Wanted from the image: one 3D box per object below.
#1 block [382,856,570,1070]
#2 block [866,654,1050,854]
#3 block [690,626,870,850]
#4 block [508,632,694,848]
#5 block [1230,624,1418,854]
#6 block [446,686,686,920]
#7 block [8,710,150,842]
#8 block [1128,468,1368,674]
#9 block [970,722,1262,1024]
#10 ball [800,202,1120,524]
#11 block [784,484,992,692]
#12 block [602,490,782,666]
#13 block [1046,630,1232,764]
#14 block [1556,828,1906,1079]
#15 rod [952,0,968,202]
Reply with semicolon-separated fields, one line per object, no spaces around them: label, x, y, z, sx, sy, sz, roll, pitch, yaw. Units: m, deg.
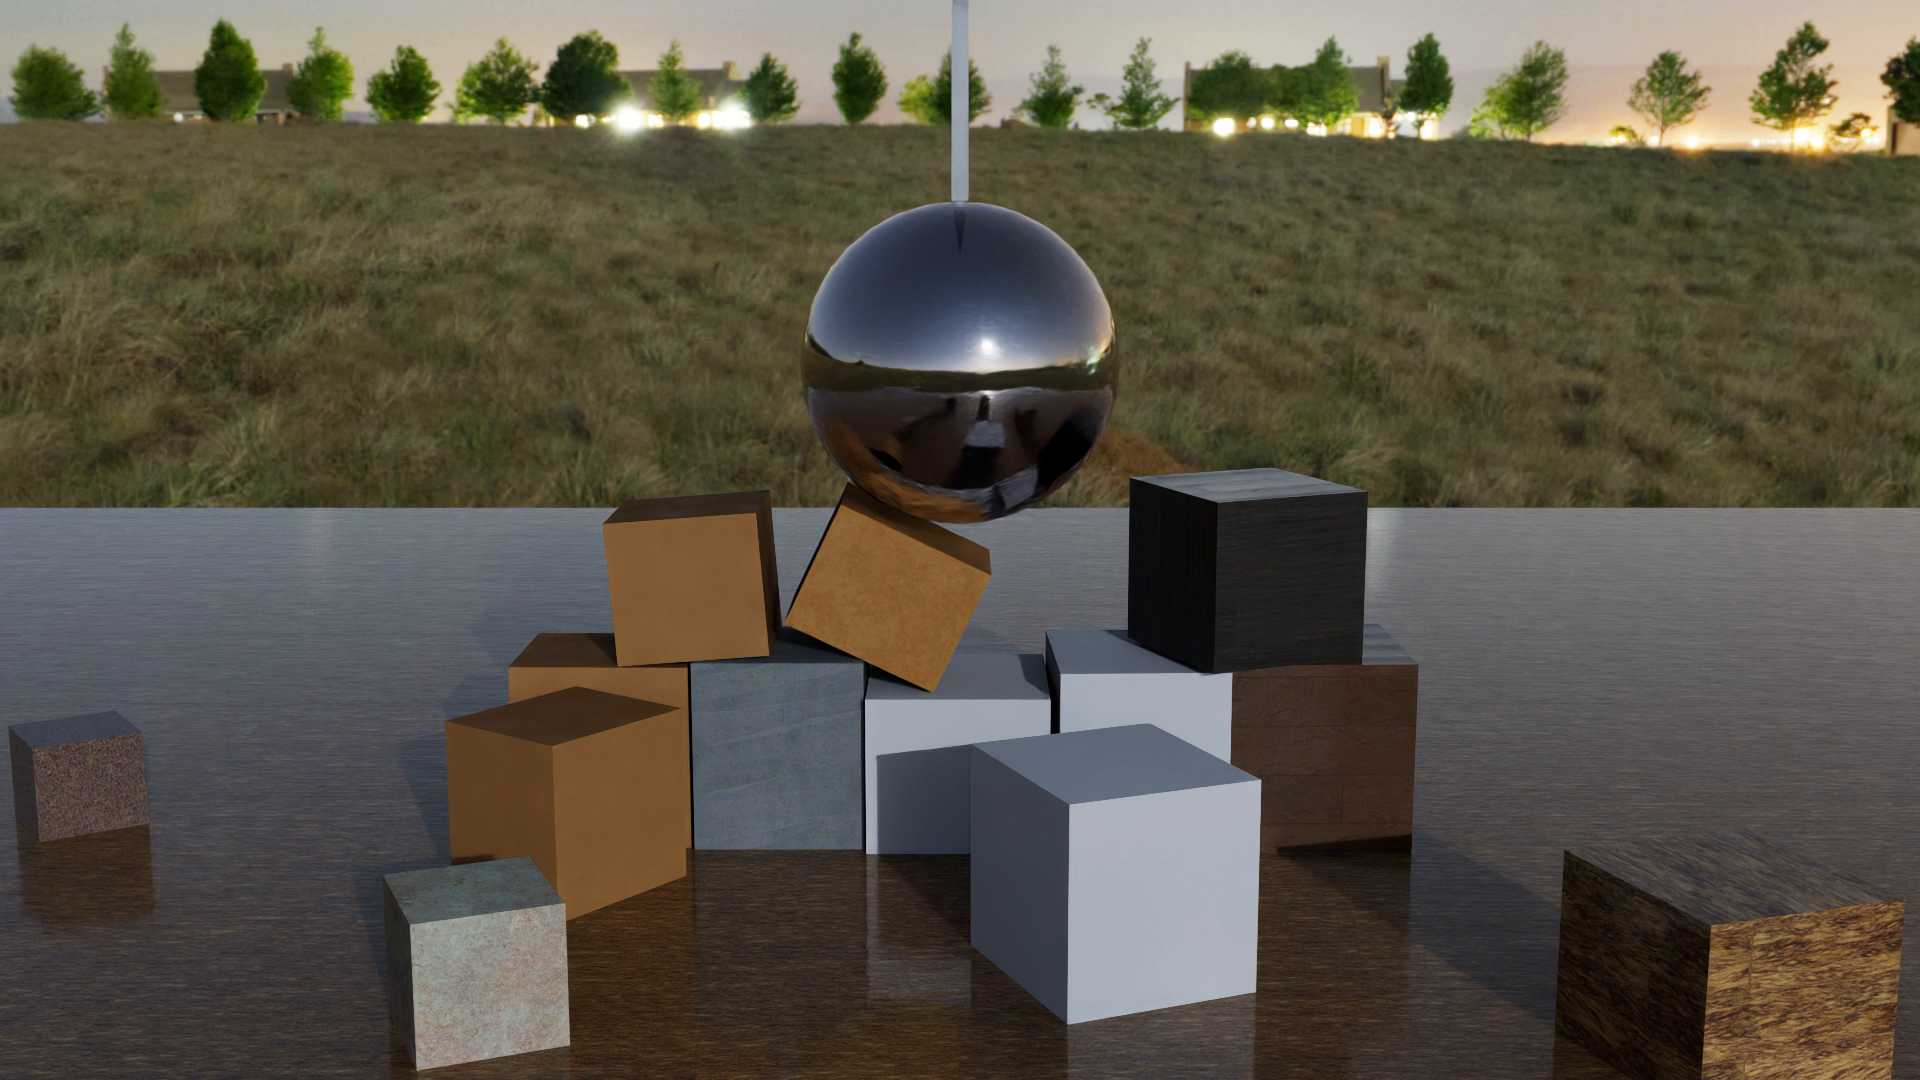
block;-1.931;1.668;8.755;0.595;0.585;0.626;-4;11;-23
block;-0.011;1.087;11.372;0.913;0.791;0.979;0;10;0
block;-0.904;1.005;11.362;0.853;0.958;0.848;0;10;0
block;-1.790;1.020;11.358;0.891;0.930;0.775;0;10;1
block;1.783;1.004;11.352;0.923;0.963;0.936;0;10;-1
block;-1.862;1.234;10.445;0.723;0.835;0.833;8;13;36
block;-4.598;1.223;11.471;0.541;0.489;0.543;-7;12;-34
block;1.438;0.132;11.111;0.854;0.839;0.876;-5;11;-24
block;0.642;1.386;9.371;0.875;0.920;0.974;-4;11;-23
ball;0.000;-0.881;10.968;1.600;1.600;1.600;0;10;0
block;-0.359;0.231;11.211;0.820;0.661;0.703;25;9;-5
block;-1.345;0.184;11.188;0.756;0.720;0.707;-4;10;1
block;0.895;1.025;11.319;0.843;0.934;0.981;0;10;-2
block;2.936;1.640;8.462;0.857;0.746;0.902;-4;11;-19
rod;0.000;-4.231;10.388;0.080;5.200;0.080;0;10;0
